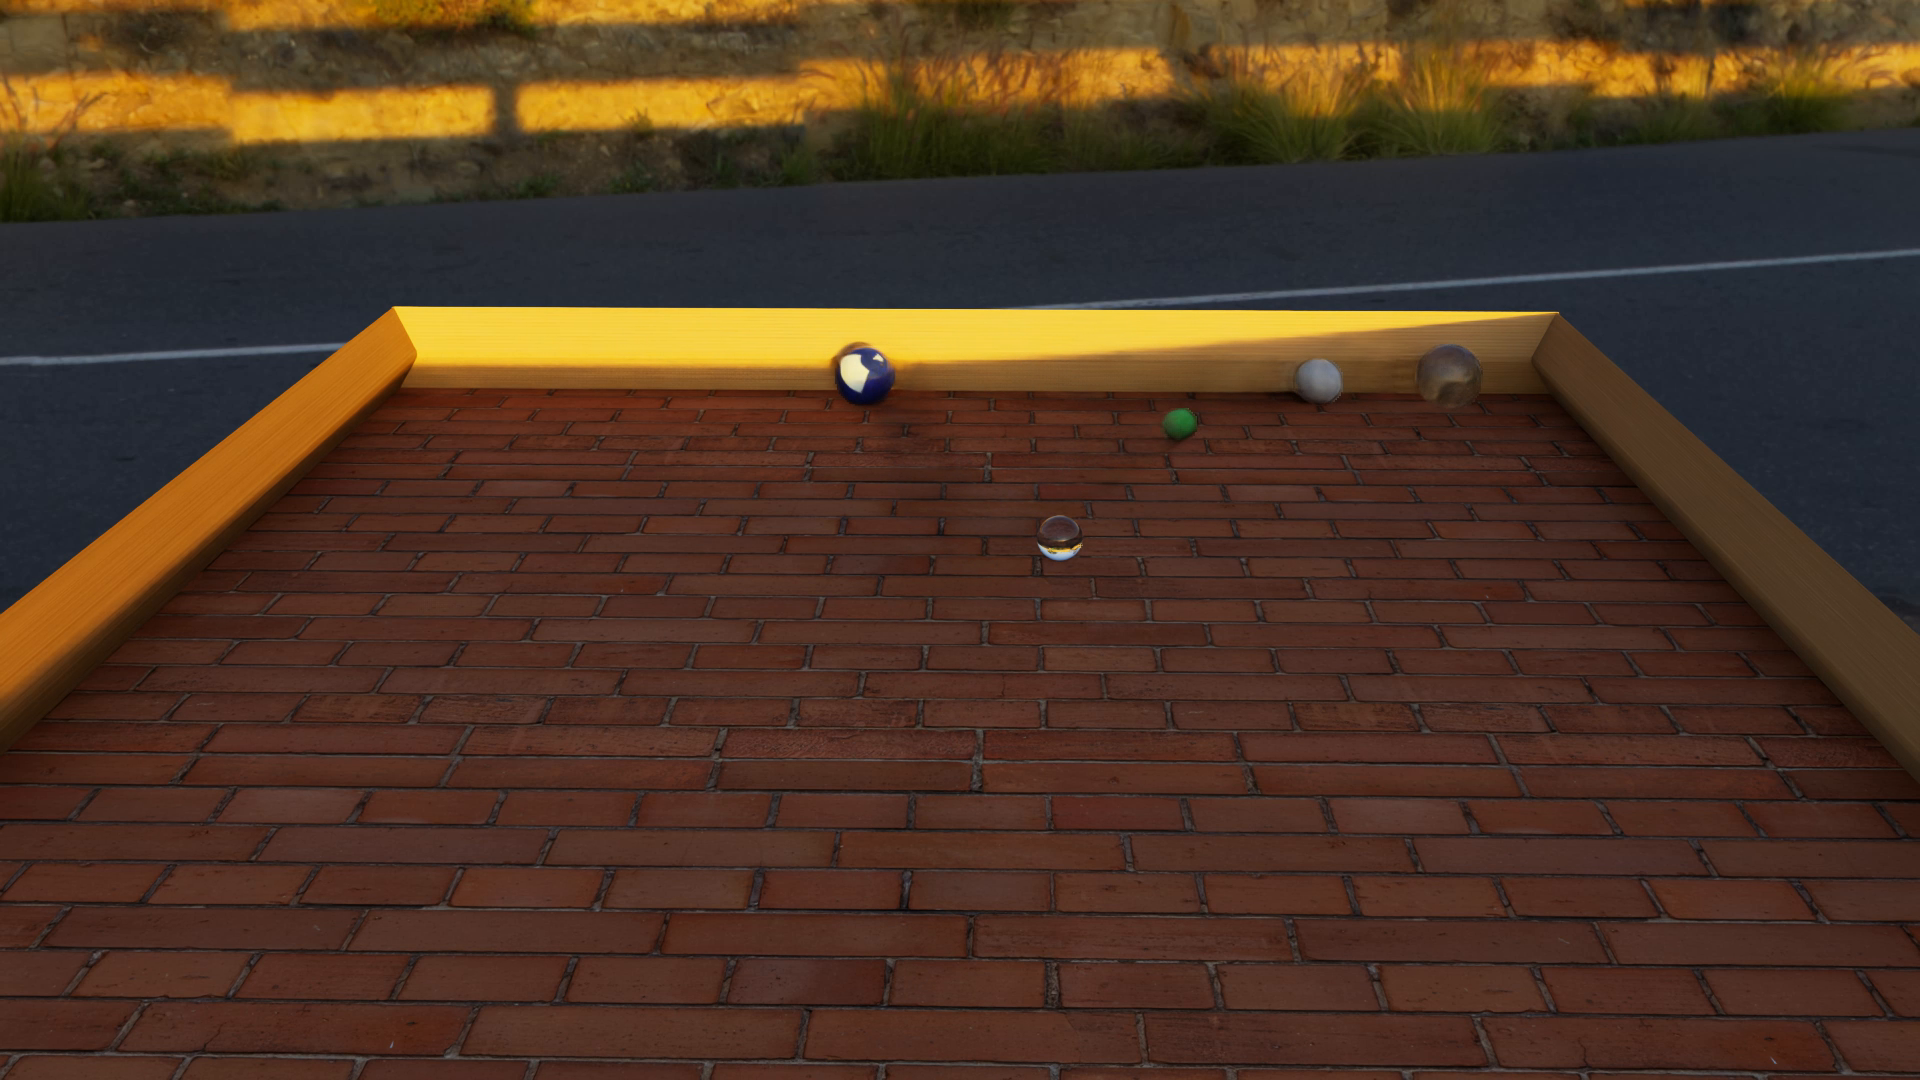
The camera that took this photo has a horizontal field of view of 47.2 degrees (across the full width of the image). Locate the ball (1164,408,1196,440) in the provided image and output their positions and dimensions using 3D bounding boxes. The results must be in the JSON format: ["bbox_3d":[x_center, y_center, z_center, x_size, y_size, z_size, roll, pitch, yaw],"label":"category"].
[{"bbox_3d":[0.317,-0.167,3.173,0.045,0.045,0.045,0,18,0],"label":"ball"}]

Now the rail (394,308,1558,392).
[{"bbox_3d":[0.018,-0.290,3.413,1.811,0.128,0.045,0,18,1],"label":"rail"}]

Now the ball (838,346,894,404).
[{"bbox_3d":[-0.144,-0.251,3.363,0.089,0.089,0.089,0,18,0],"label":"ball"}]

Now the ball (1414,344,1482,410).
[{"bbox_3d":[0.740,-0.248,3.336,0.098,0.098,0.098,0,18,0],"label":"ball"}]

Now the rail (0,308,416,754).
[{"bbox_3d":[-0.900,0.229,1.821,0.045,0.128,3.436,0,18,1],"label":"rail"}]

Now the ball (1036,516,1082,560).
[{"bbox_3d":[0.120,-0.002,2.651,0.055,0.055,0.055,0,18,0],"label":"ball"}]

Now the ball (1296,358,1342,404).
[{"bbox_3d":[0.548,-0.243,3.367,0.070,0.070,0.070,0,18,0],"label":"ball"}]

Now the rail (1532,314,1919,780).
[{"bbox_3d":[0.863,0.241,1.784,0.045,0.128,3.436,0,18,1],"label":"rail"}]
